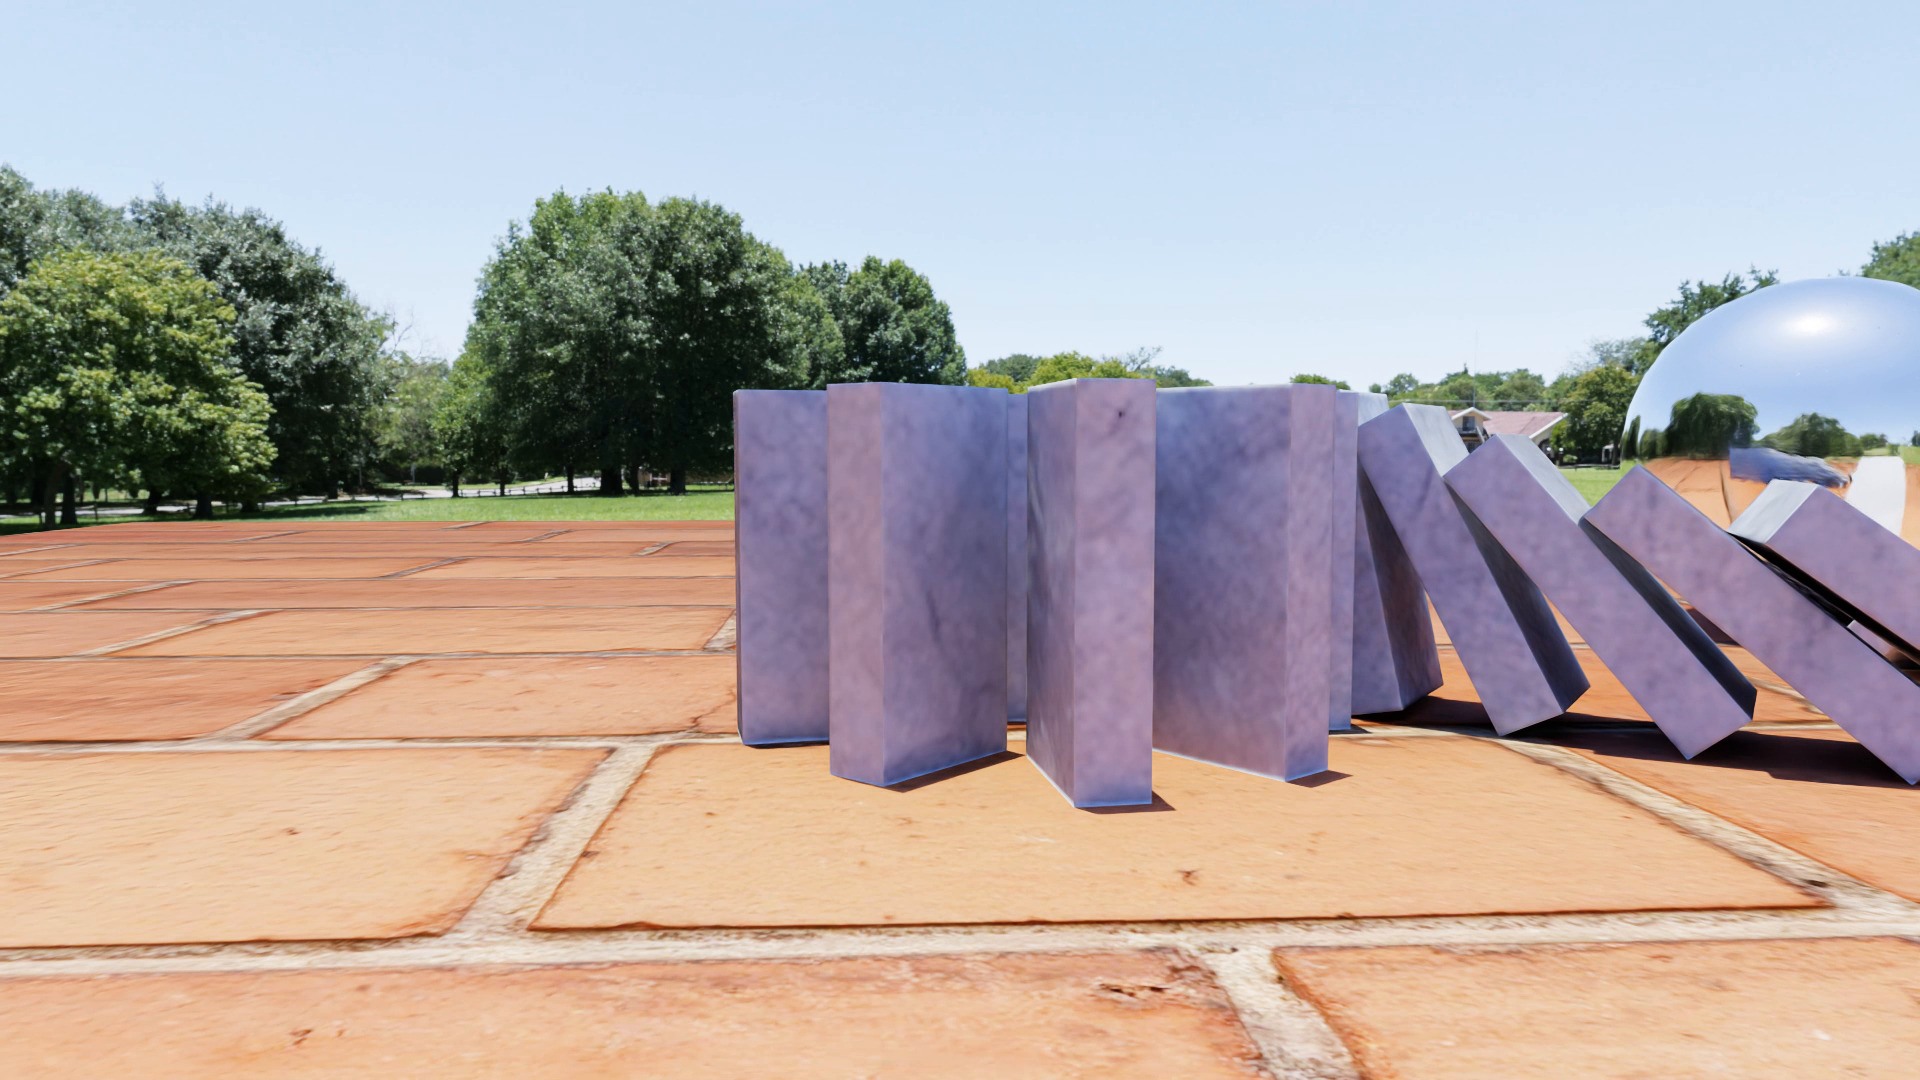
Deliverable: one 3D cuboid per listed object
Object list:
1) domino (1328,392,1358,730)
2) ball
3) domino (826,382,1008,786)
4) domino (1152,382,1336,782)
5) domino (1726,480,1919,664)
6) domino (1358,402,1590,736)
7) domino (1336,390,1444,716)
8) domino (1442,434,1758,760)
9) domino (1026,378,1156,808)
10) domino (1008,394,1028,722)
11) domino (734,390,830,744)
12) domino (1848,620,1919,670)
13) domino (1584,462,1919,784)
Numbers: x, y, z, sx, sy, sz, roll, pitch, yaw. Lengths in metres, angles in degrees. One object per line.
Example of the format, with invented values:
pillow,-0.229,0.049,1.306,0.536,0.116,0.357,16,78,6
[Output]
domino,0.045,0.003,0.192,0.025,0.050,0.010,-1,4,-10
ball,0.195,-0.019,0.293,0.080,0.080,0.080,0,4,0
domino,-0.005,0.005,0.170,0.010,0.050,0.025,4,6,40
domino,0.036,0.005,0.172,0.009,0.050,0.025,-4,6,-40
domino,0.128,0.011,0.167,0.050,0.010,0.025,39,16,14
domino,0.079,0.003,0.199,0.009,0.050,0.025,-31,-13,32
domino,0.066,0.001,0.209,0.009,0.050,0.025,-12,-3,34
domino,0.094,0.006,0.188,0.009,0.050,0.025,-45,-20,27
domino,0.016,0.005,0.161,0.009,0.050,0.025,-1,4,-10
domino,0.000,0.003,0.200,0.025,0.050,0.009,0,4,0
domino,-0.020,0.003,0.187,0.025,0.050,0.009,-1,4,-14
domino,0.183,0.007,0.223,0.025,0.009,0.050,0,-34,0
domino,0.111,0.009,0.177,0.050,0.009,0.025,45,23,18
